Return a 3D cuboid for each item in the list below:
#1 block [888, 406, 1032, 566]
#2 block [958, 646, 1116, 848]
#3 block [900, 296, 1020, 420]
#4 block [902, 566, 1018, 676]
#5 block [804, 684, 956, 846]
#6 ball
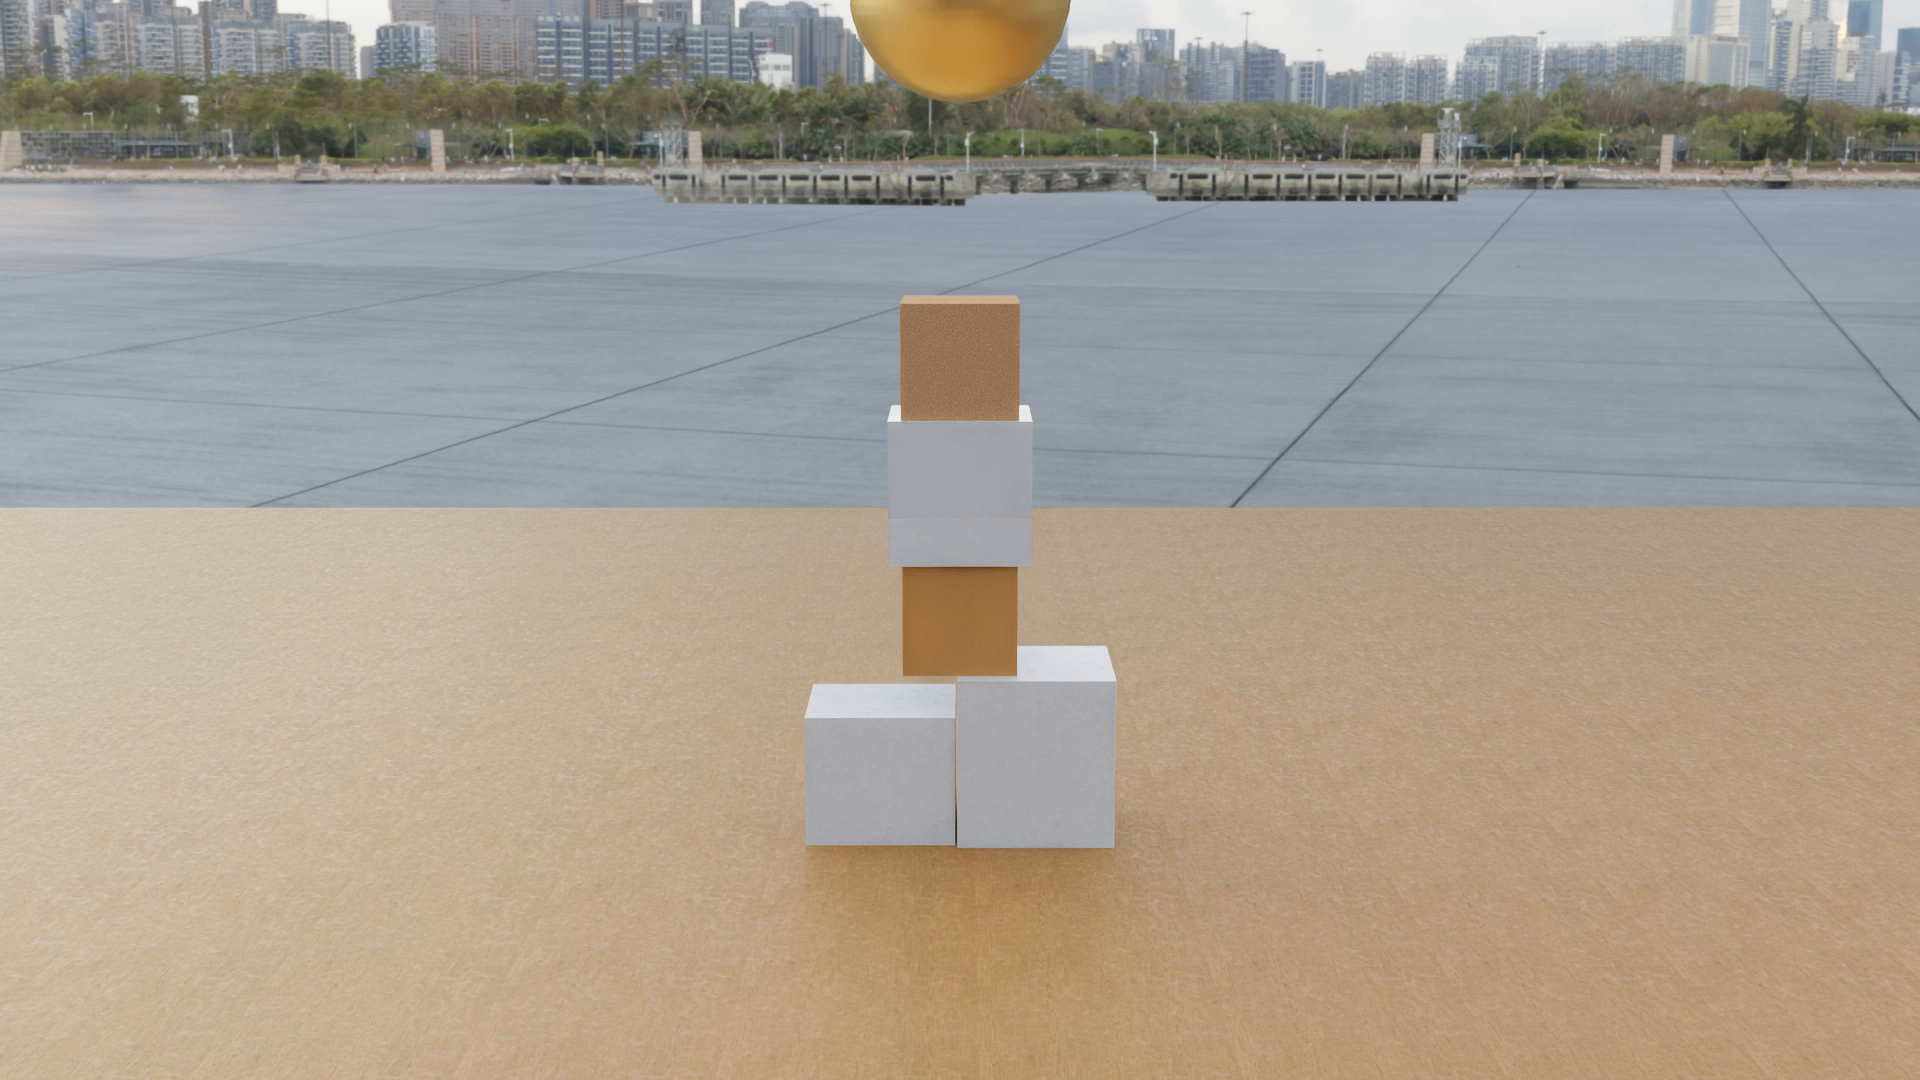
[{"bbox_3d":[0.000,-0.283,11.133,0.710,0.723,0.659,0,10,0],"label":"block"},{"bbox_3d":[0.381,1.055,11.354,0.790,0.862,0.773,0,10,0],"label":"block"},{"bbox_3d":[0.000,-0.916,11.000,0.581,0.572,0.577,0,10,0],"label":"block"},{"bbox_3d":[0.000,0.348,11.257,0.572,0.564,0.619,0,10,0],"label":"block"},{"bbox_3d":[-0.400,1.152,11.378,0.753,0.662,0.697,0,10,0],"label":"block"},{"bbox_3d":[0.000,-3.934,15.704,1.600,1.600,1.600,0,10,0],"label":"ball"}]
